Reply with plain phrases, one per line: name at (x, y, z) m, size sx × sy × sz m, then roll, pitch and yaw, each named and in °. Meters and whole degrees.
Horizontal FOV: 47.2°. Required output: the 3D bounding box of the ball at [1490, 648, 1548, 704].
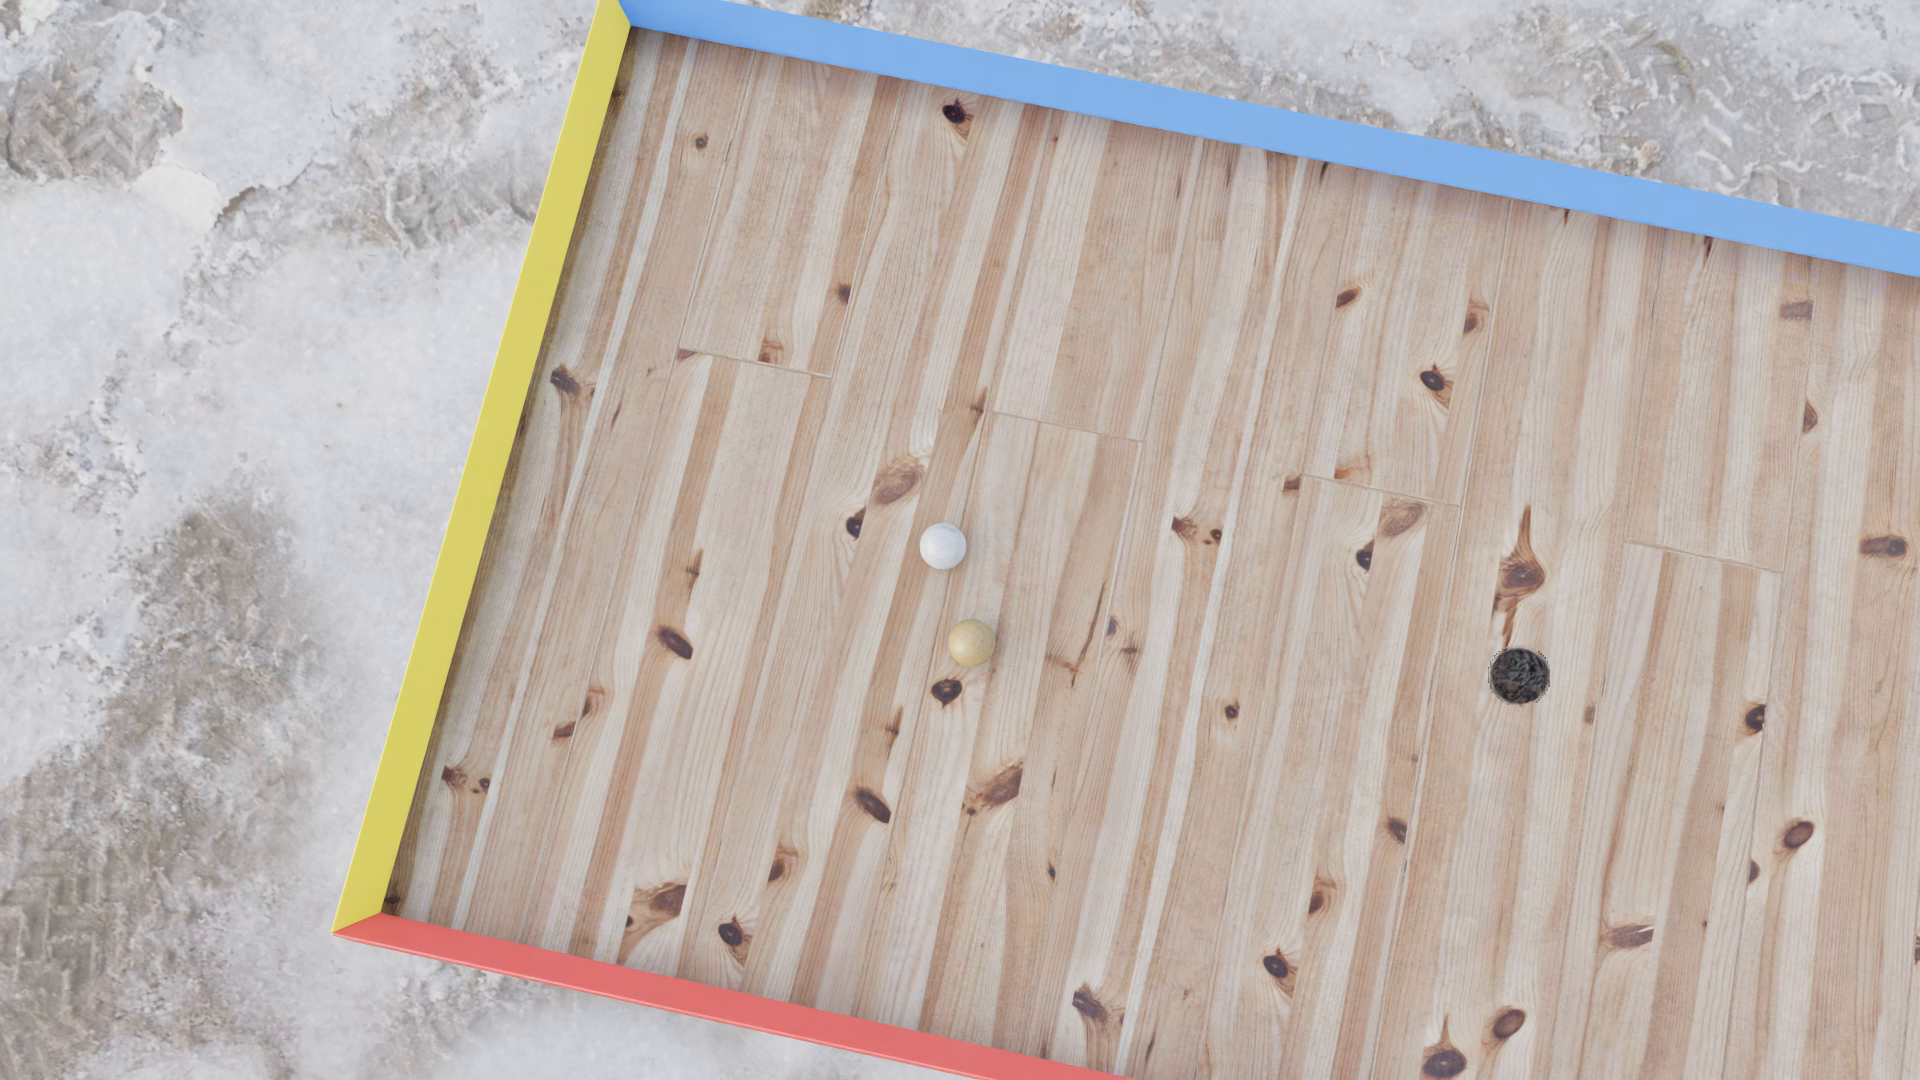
ball at (0.837, 0.204, 3.290) m, size 0.085 × 0.085 × 0.085 m, roll 0°, pitch 75°, yaw 0°

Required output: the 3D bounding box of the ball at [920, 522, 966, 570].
ball at (-0.026, 0.009, 3.350) m, size 0.071 × 0.071 × 0.071 m, roll 0°, pitch 75°, yaw 0°

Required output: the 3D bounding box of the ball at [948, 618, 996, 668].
ball at (0.018, 0.155, 3.310) m, size 0.073 × 0.073 × 0.073 m, roll 0°, pitch 75°, yaw 0°

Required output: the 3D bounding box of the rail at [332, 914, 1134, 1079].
rail at (0.574, 0.855, 3.097) m, size 2.995 × 0.110 × 0.045 m, roll 12°, pitch 75°, yaw 3°

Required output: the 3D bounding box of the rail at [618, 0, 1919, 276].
rail at (0.890, -0.562, 3.487) m, size 2.995 × 0.110 × 0.045 m, roll 12°, pitch 75°, yaw 3°

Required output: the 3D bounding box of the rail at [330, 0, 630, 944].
rail at (-0.709, -0.152, 3.374) m, size 0.045 × 0.110 × 1.551 m, roll 12°, pitch 75°, yaw 3°
